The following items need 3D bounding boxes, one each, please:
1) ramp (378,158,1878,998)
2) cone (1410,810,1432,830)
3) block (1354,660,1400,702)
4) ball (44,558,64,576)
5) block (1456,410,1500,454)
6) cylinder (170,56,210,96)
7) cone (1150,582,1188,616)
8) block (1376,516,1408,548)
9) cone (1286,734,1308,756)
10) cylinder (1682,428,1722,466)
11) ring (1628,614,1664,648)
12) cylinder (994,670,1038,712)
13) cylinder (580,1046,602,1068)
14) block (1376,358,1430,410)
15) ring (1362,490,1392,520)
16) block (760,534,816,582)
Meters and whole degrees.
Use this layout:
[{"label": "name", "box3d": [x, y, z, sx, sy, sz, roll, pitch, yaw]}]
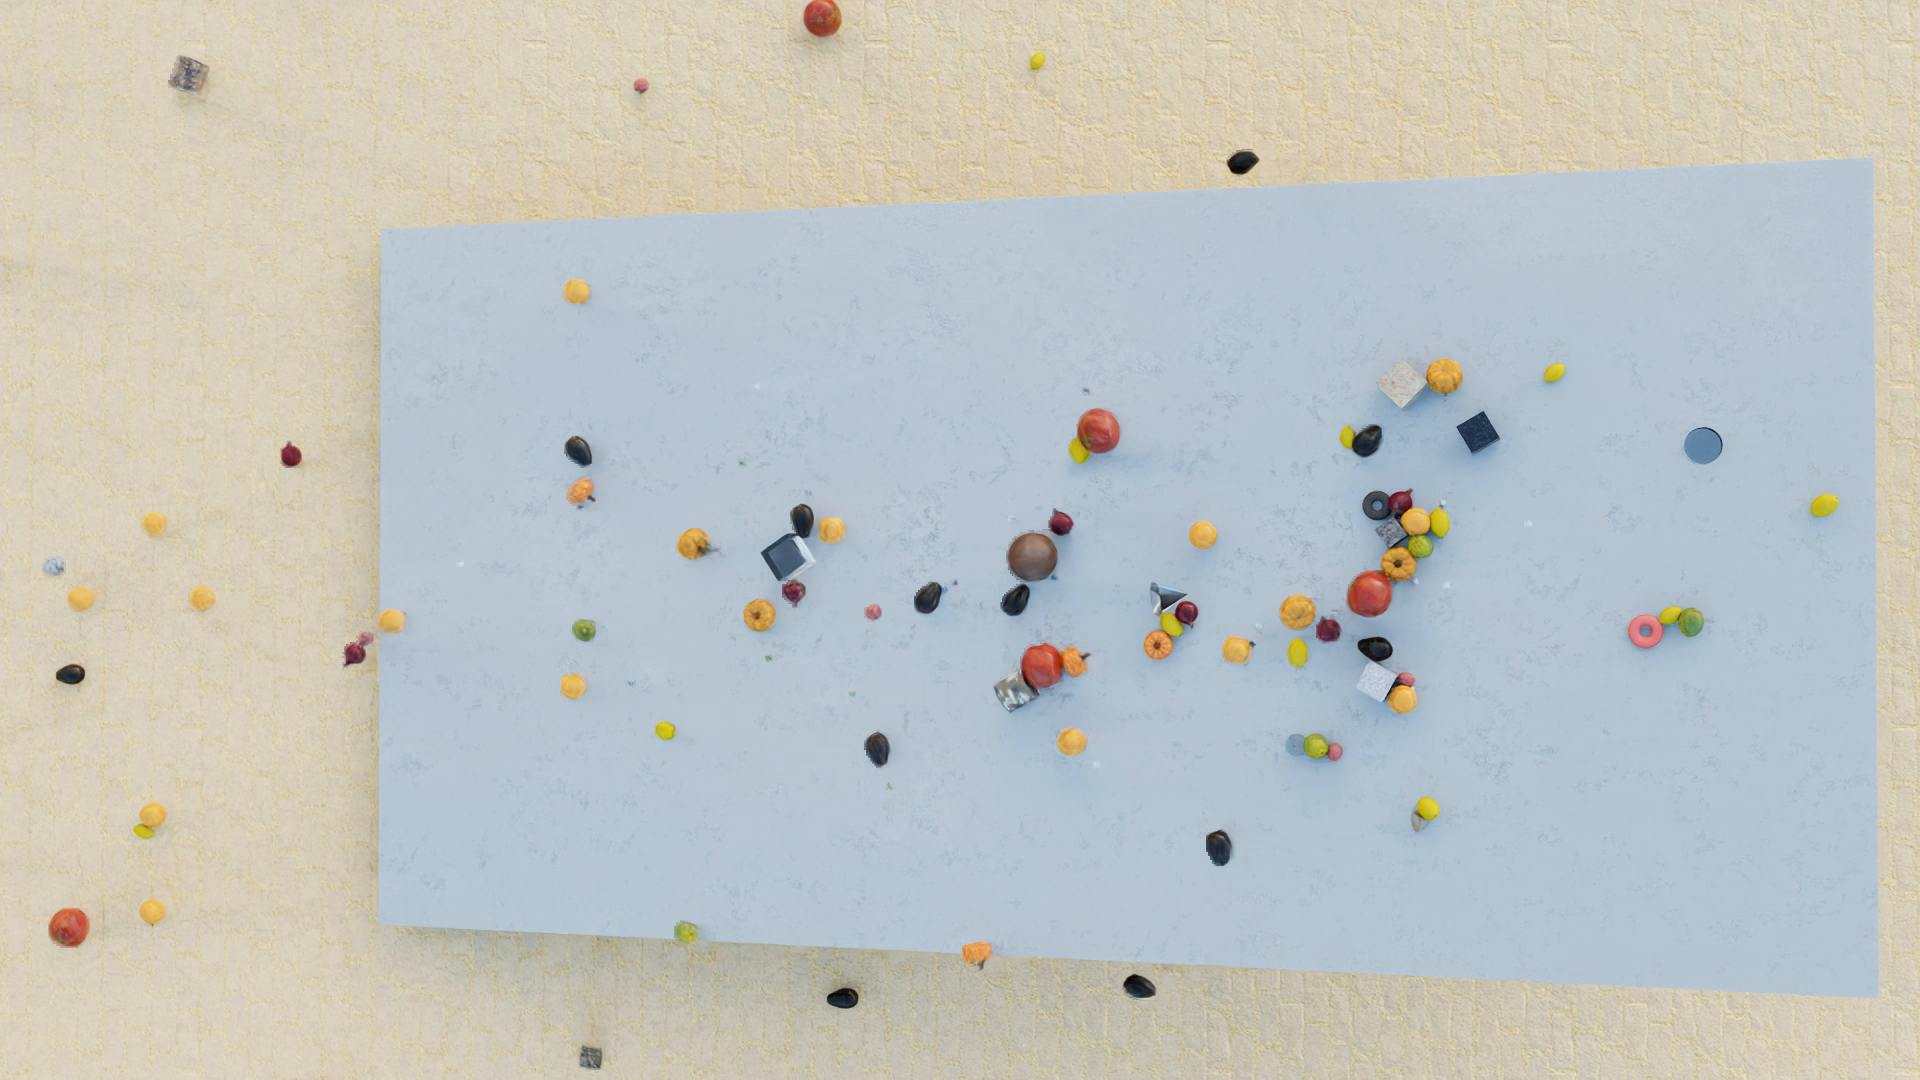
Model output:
[{"label": "ramp", "box3d": [0.269, 0.096, 5.824, 4.000, 0.100, 2.000, 0, 89, 16]}, {"label": "cone", "box3d": [1.161, 0.700, 5.497, 0.051, 0.051, 0.051, 1, 89, -27]}, {"label": "block", "box3d": [1.045, 0.352, 5.507, 0.077, 0.077, 0.077, 30, 97, 14]}, {"label": "ball", "box3d": [-2.634, 0.077, 6.394, 0.054, 0.054, 0.054, 0, 89, 0]}, {"label": "block", "box3d": [1.284, -0.265, 5.448, 0.077, 0.077, 0.077, -31, 81, 13]}, {"label": "cylinder", "box3d": [-2.240, -1.350, 6.397, 0.090, 0.090, 0.090, 19, 89, 0]}, {"label": "cone", "box3d": [0.547, 0.146, 5.672, 0.089, 0.089, 0.089, -9, 89, -11]}, {"label": "block", "box3d": [1.082, -0.019, 5.512, 0.058, 0.058, 0.058, -37, 80, 12]}, {"label": "cone", "box3d": [0.849, 0.521, 5.571, 0.057, 0.057, 0.057, 0, 89, 16]}, {"label": "cylinder", "box3d": [1.789, -0.226, 5.298, 0.088, 0.088, 0.088, 0, 89, 16]}, {"label": "ring", "box3d": [1.670, 0.223, 5.357, 0.083, 0.028, 0.083, -1, 88, 16]}, {"label": "cylinder", "box3d": [0.148, 0.395, 5.758, 0.085, 0.085, 0.085, -31, 89, 13]}, {"label": "cylinder", "box3d": [-1.069, 1.499, 6.372, 0.057, 0.057, 0.057, 6, 89, 0]}, {"label": "block", "box3d": [1.106, -0.389, 5.494, 0.091, 0.091, 0.091, 46, 101, 12]}, {"label": "ring", "box3d": [1.051, -0.087, 5.539, 0.075, 0.025, 0.075, 0, 91, 16]}, {"label": "block", "box3d": [-0.463, 0.047, 5.934, 0.092, 0.092, 0.092, -35, 80, 13]}]
